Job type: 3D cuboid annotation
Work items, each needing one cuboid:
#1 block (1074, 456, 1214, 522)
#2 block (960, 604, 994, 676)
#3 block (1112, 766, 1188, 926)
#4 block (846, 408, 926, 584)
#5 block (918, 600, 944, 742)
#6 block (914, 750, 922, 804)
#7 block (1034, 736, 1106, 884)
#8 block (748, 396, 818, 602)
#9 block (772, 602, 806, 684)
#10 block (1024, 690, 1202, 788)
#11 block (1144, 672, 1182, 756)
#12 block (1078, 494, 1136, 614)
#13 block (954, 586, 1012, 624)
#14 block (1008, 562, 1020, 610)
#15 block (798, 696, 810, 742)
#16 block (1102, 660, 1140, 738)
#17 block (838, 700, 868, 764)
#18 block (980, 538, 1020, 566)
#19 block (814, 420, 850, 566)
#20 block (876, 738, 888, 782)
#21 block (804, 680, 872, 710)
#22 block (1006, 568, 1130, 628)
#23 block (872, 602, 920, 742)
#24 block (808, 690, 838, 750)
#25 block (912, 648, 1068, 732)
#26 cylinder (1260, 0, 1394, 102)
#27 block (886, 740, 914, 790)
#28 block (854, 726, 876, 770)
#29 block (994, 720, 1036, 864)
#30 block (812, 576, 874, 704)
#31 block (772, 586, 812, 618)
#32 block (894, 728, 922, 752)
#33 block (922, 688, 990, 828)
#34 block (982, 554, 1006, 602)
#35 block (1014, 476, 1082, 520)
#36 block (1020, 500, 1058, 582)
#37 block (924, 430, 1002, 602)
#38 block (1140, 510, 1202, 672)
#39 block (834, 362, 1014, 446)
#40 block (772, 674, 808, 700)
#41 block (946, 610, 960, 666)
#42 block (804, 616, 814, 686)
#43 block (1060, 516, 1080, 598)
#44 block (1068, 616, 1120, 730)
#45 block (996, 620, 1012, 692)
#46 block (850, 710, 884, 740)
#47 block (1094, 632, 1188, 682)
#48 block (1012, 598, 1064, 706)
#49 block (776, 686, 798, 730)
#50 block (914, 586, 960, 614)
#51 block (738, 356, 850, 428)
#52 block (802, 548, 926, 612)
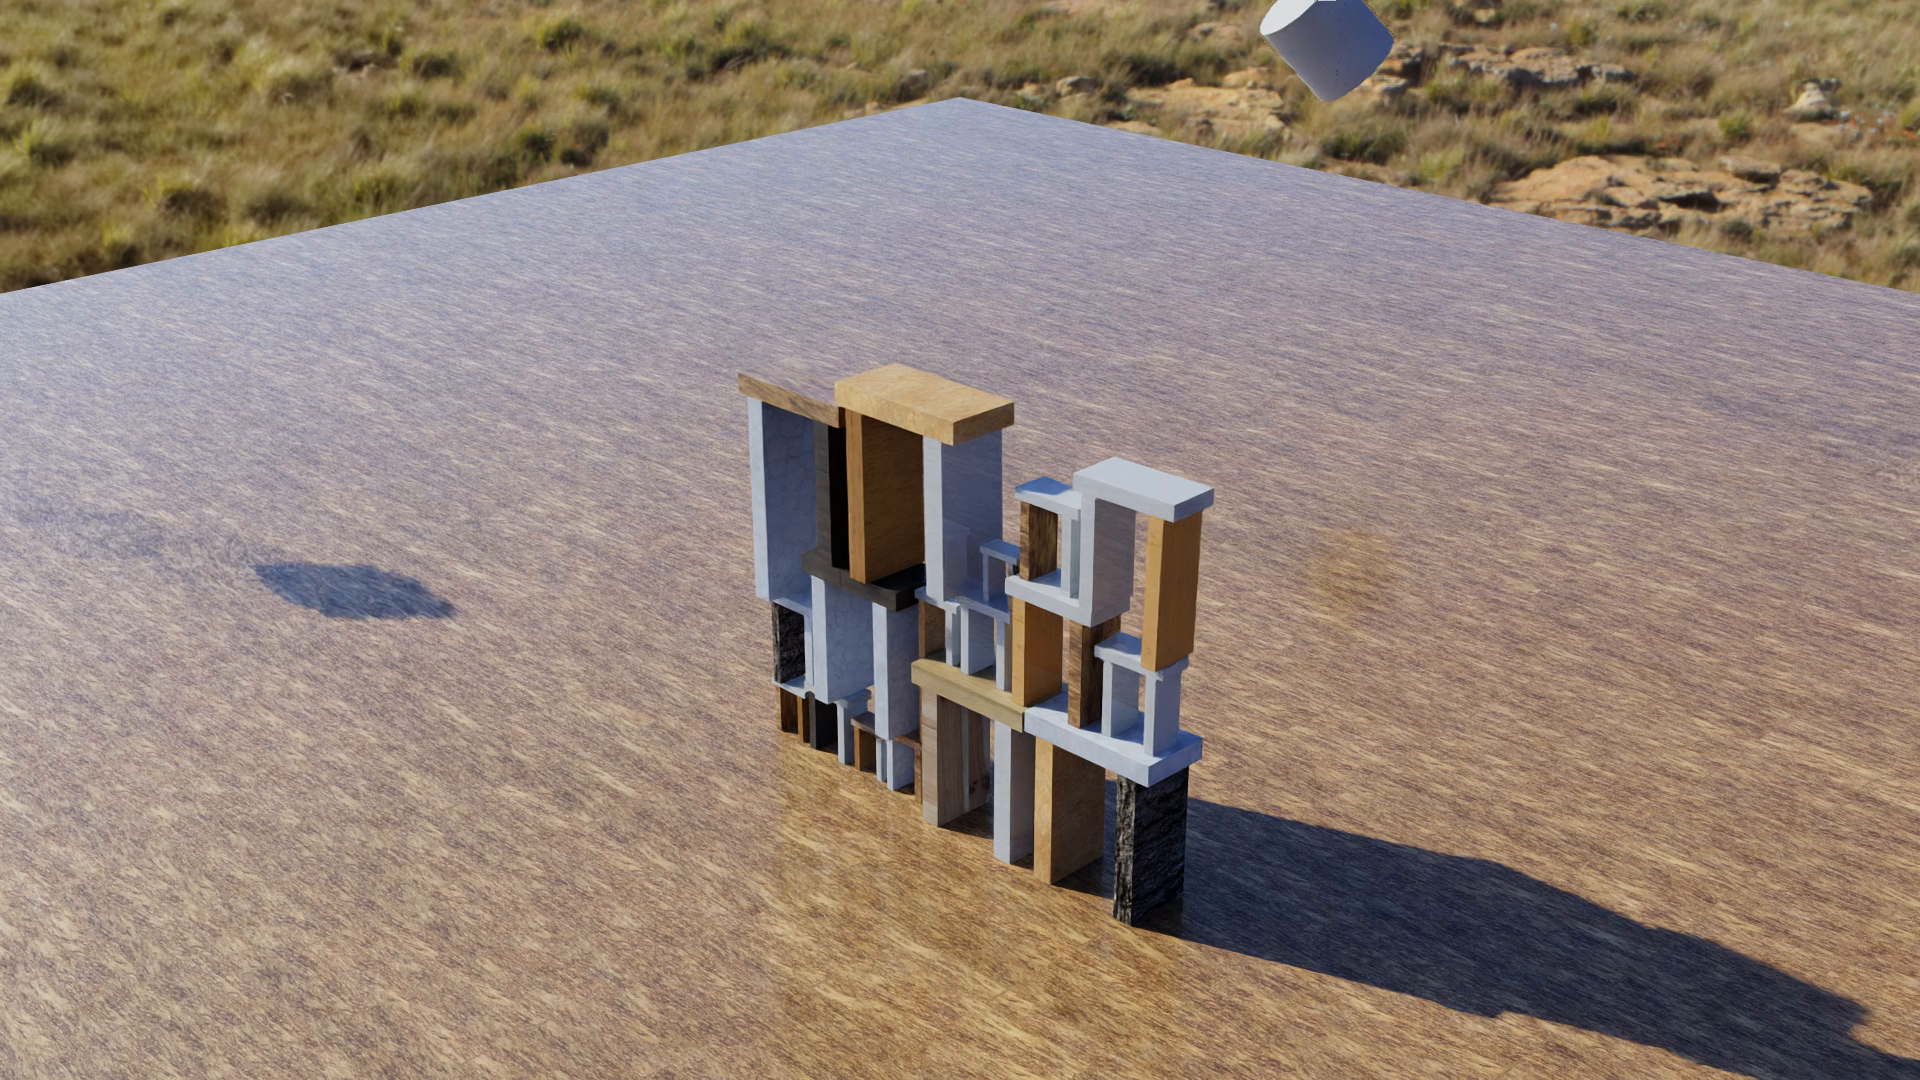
[{"bbox_3d":[0.320,-0.089,3.844,0.224,0.032,0.112,20,30,39],"label":"block"},{"bbox_3d":[0.034,0.183,4.267,0.021,0.145,0.072,21,31,40],"label":"block"},{"bbox_3d":[0.354,0.549,4.078,0.043,0.304,0.152,21,31,41],"label":"block"},{"bbox_3d":[-0.146,-0.105,4.333,0.162,0.355,0.046,-21,30,-40],"label":"block"},{"bbox_3d":[-0.056,0.256,4.393,0.016,0.317,0.058,21,30,40],"label":"block"},{"bbox_3d":[-0.064,0.473,4.489,0.062,0.123,0.017,-21,31,-40],"label":"block"},{"bbox_3d":[0.211,0.493,4.210,0.043,0.304,0.152,21,31,41],"label":"block"},{"bbox_3d":[-0.361,-0.101,4.575,0.151,0.445,0.043,-21,31,-41],"label":"block"},{"bbox_3d":[-0.365,0.208,4.715,0.078,0.189,0.022,-21,31,-41],"label":"block"},{"bbox_3d":[0.283,0.361,4.077,0.304,0.043,0.152,21,31,41],"label":"block"},{"bbox_3d":[0.364,0.305,3.956,0.022,0.154,0.077,19,29,37],"label":"block"},{"bbox_3d":[0.265,0.008,3.941,0.032,0.224,0.112,21,31,41],"label":"block"},{"bbox_3d":[0.067,0.120,4.203,0.145,0.021,0.072,20,30,41],"label":"block"},{"bbox_3d":[0.111,0.081,4.145,0.014,0.095,0.048,20,30,41],"label":"block"},{"bbox_3d":[-0.324,0.376,4.737,0.054,0.107,0.015,-21,31,-41],"label":"block"},{"bbox_3d":[0.294,0.277,4.021,0.022,0.154,0.077,21,31,41],"label":"block"},{"bbox_3d":[-0.226,0.400,4.645,0.068,0.136,0.019,-21,31,-41],"label":"block"},{"bbox_3d":[0.088,0.022,4.144,0.095,0.014,0.048,20,30,41],"label":"block"},{"bbox_3d":[-0.218,-0.113,4.419,0.151,0.302,0.043,-20,30,-39],"label":"block"},{"bbox_3d":[-0.150,0.448,4.575,0.014,0.101,0.050,21,31,41],"label":"block"},{"bbox_3d":[-0.258,0.316,4.644,0.068,0.019,0.136,-21,31,-41],"label":"block"},{"bbox_3d":[0.197,0.100,4.051,0.213,0.030,0.107,21,31,41],"label":"block"},{"bbox_3d":[-0.108,0.246,4.442,0.141,0.296,0.040,-21,31,-40],"label":"block"},{"bbox_3d":[-0.290,0.375,4.703,0.068,0.136,0.019,-21,31,-41],"label":"block"},{"bbox_3d":[0.063,0.281,4.276,0.300,0.042,0.150,21,31,41],"label":"block"},{"bbox_3d":[1.046,-1.442,6.273,0.268,0.268,0.268,-39,21,19],"label":"cylinder"},{"bbox_3d":[-0.122,0.450,4.542,0.062,0.123,0.017,-21,31,-41],"label":"block"},{"bbox_3d":[-0.198,0.430,4.619,0.014,0.101,0.050,21,31,41],"label":"block"},{"bbox_3d":[0.134,0.466,4.278,0.042,0.300,0.150,21,31,41],"label":"block"},{"bbox_3d":[-0.238,0.187,4.563,0.040,0.282,0.141,21,31,41],"label":"block"},{"bbox_3d":[-0.328,0.125,4.640,0.078,0.022,0.157,-21,31,-41],"label":"block"},{"bbox_3d":[-0.094,0.397,4.487,0.123,0.017,0.062,21,31,40],"label":"block"},{"bbox_3d":[-0.007,0.411,4.408,0.042,0.300,0.150,21,31,41],"label":"block"},{"bbox_3d":[0.066,0.064,4.186,0.048,0.095,0.014,-21,30,-41],"label":"block"},{"bbox_3d":[0.183,-0.076,4.001,0.156,0.022,0.078,21,31,41],"label":"block"},{"bbox_3d":[0.146,-0.009,4.069,0.022,0.156,0.078,21,31,41],"label":"block"},{"bbox_3d":[0.008,-0.060,4.188,0.162,0.324,0.046,-21,30,-41],"label":"block"},{"bbox_3d":[0.371,0.079,3.861,0.032,0.292,0.112,21,31,38],"label":"block"},{"bbox_3d":[-0.070,-0.261,4.188,0.324,0.046,0.162,21,31,40],"label":"block"},{"bbox_3d":[-0.350,0.310,4.736,0.054,0.015,0.107,-21,31,-41],"label":"block"},{"bbox_3d":[-0.001,0.184,4.304,0.016,0.115,0.058,21,31,41],"label":"block"},{"bbox_3d":[-0.290,0.222,4.641,0.078,0.157,0.022,-21,31,-41],"label":"block"},{"bbox_3d":[0.219,0.020,4.002,0.022,0.156,0.078,21,31,41],"label":"block"},{"bbox_3d":[0.247,0.232,4.053,0.030,0.213,0.107,21,31,41],"label":"block"},{"bbox_3d":[0.103,0.210,4.204,0.072,0.145,0.021,-21,31,-41],"label":"block"},{"bbox_3d":[-0.174,0.386,4.575,0.101,0.014,0.050,21,31,41],"label":"block"},{"bbox_3d":[0.326,0.209,3.956,0.154,0.022,0.077,19,30,37],"label":"block"},{"bbox_3d":[0.147,0.195,4.146,0.030,0.218,0.107,21,31,41],"label":"block"},{"bbox_3d":[-0.375,0.357,4.783,0.054,0.107,0.015,-21,31,-41],"label":"block"},{"bbox_3d":[-0.028,0.113,4.303,0.115,0.016,0.058,21,31,40],"label":"block"},{"bbox_3d":[-0.290,-0.299,4.415,0.302,0.043,0.151,21,31,40],"label":"block"},{"bbox_3d":[-0.174,0.065,4.439,0.141,0.040,0.282,-21,31,-40],"label":"block"}]
